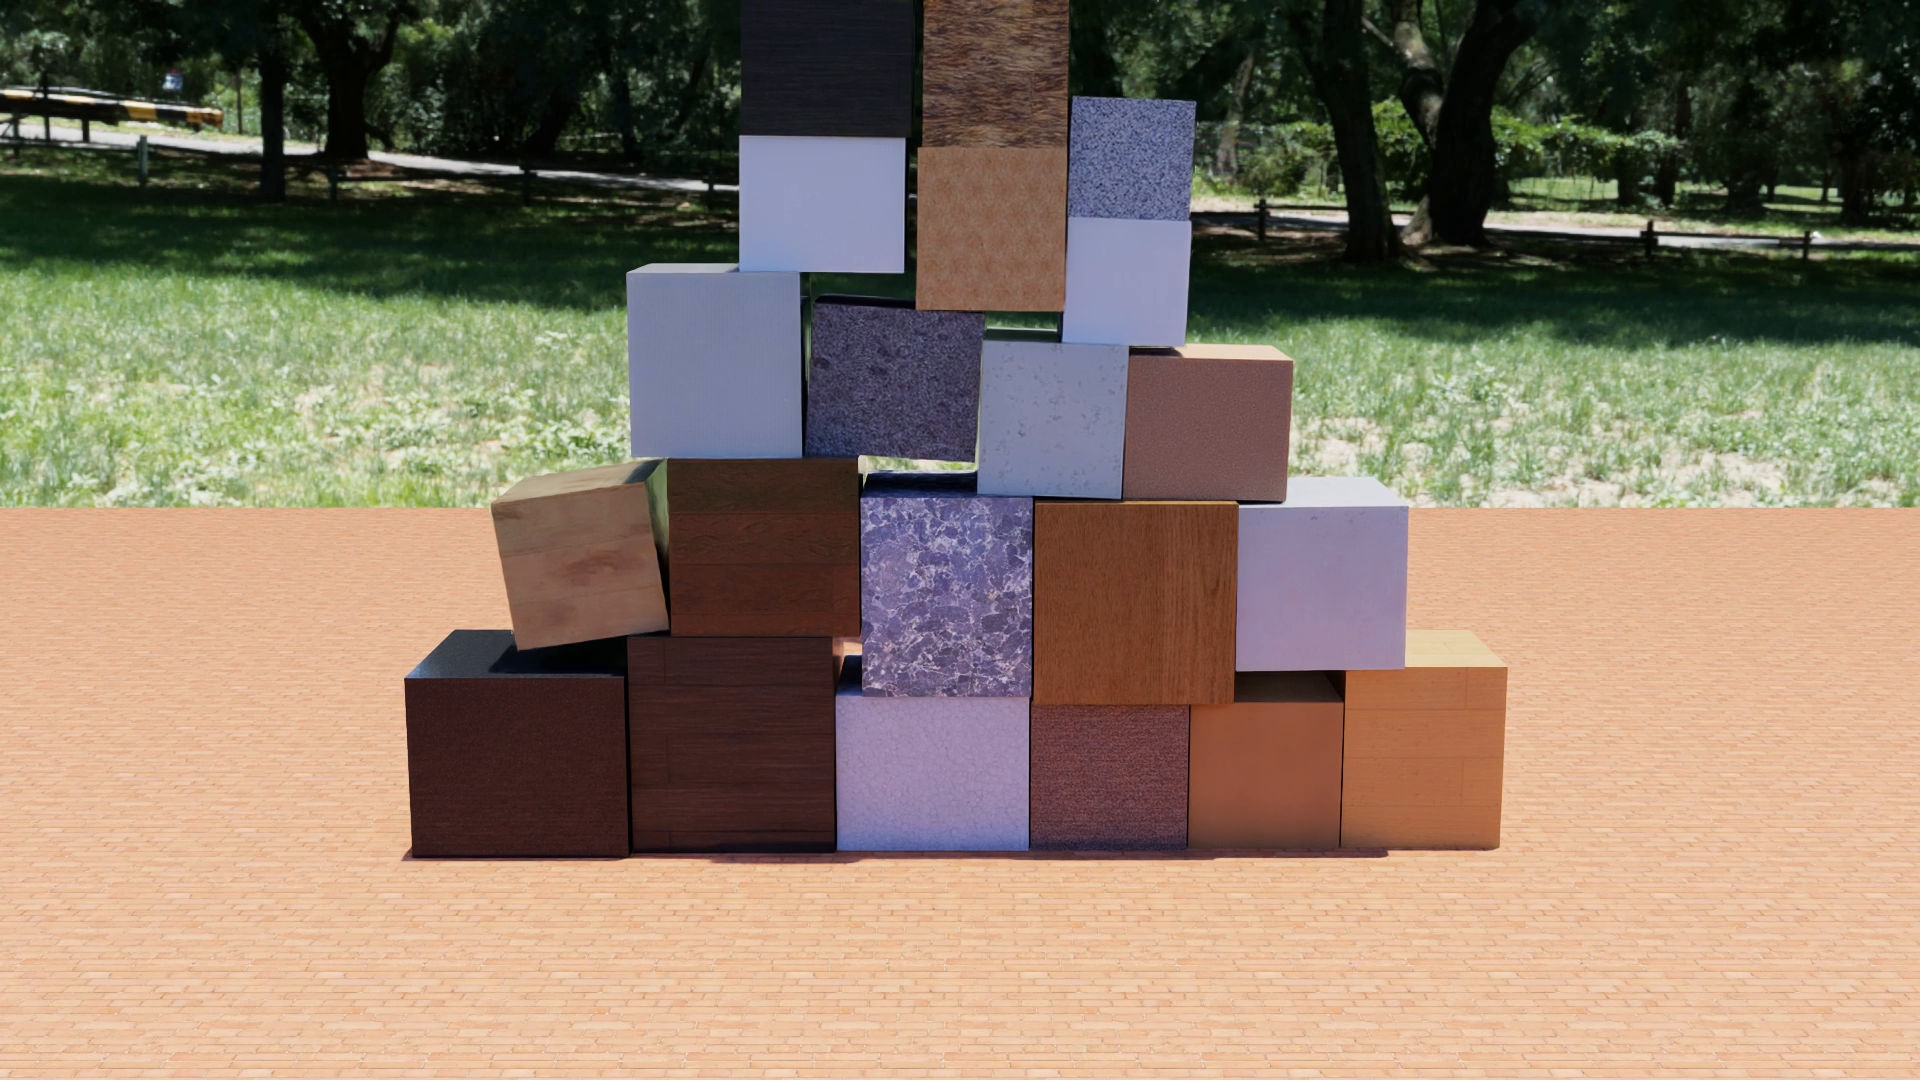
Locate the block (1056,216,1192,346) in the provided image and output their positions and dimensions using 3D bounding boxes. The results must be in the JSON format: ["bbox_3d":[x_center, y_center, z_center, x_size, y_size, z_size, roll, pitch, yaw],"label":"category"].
[{"bbox_3d":[0.807,-1.303,10.943,0.598,0.605,0.621,2,10,0],"label":"block"}]

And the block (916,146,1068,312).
[{"bbox_3d":[0.149,-1.550,10.891,0.715,0.776,0.678,1,10,0],"label":"block"}]

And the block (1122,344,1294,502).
[{"bbox_3d":[1.207,-0.608,11.084,0.800,0.692,0.768,1,10,0],"label":"block"}]

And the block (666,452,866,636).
[{"bbox_3d":[-0.955,-0.040,11.169,0.925,0.881,0.927,0,10,0],"label":"block"}]

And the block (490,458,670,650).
[{"bbox_3d":[-1.861,0.055,11.201,0.762,0.742,0.855,-8,10,1],"label":"block"}]

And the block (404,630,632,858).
[{"bbox_3d":[-2.178,1.028,11.353,1.072,0.916,1.094,0,10,0],"label":"block"}]

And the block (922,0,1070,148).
[{"bbox_3d":[0.170,-2.321,10.777,0.688,0.782,0.730,1,10,0],"label":"block"}]

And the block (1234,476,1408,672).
[{"bbox_3d":[1.768,0.155,11.214,0.833,0.816,0.943,-1,10,0],"label":"block"}]

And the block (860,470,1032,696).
[{"bbox_3d":[-0.065,0.202,11.220,0.835,0.994,0.931,0,10,0],"label":"block"}]

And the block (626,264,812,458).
[{"bbox_3d":[-1.183,-0.911,10.999,0.830,0.893,0.798,0,10,0],"label":"block"}]

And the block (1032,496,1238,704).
[{"bbox_3d":[0.855,0.226,11.233,0.984,0.996,1.024,0,10,0],"label":"block"}]

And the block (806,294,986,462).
[{"bbox_3d":[-0.319,-0.824,11.044,0.832,0.727,0.698,4,10,-1],"label":"block"}]

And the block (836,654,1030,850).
[{"bbox_3d":[-0.136,1.083,11.382,0.957,0.797,0.898,0,10,0],"label":"block"}]

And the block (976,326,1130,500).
[{"bbox_3d":[0.451,-0.653,11.076,0.704,0.748,0.801,2,10,0],"label":"block"}]

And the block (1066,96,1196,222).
[{"bbox_3d":[0.821,-1.877,10.824,0.591,0.569,0.570,2,10,0],"label":"block"}]

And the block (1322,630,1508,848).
[{"bbox_3d":[2.314,1.013,11.382,0.800,0.935,0.830,0,10,0],"label":"block"}]

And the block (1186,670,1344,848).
[{"bbox_3d":[1.524,1.105,11.373,0.760,0.756,0.813,0,10,0],"label":"block"}]

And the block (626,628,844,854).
[{"bbox_3d":[-1.128,0.931,11.367,1.007,1.101,1.012,0,10,0],"label":"block"}]

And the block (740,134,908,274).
[{"bbox_3d":[-0.661,-1.670,10.886,0.794,0.645,0.671,1,10,0],"label":"block"}]

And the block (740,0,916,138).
[{"bbox_3d":[-0.632,-2.390,10.755,0.810,0.818,0.707,1,10,0],"label":"block"}]

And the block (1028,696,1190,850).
[{"bbox_3d":[0.743,1.099,11.370,0.782,0.770,0.868,0,10,0],"label":"block"}]
